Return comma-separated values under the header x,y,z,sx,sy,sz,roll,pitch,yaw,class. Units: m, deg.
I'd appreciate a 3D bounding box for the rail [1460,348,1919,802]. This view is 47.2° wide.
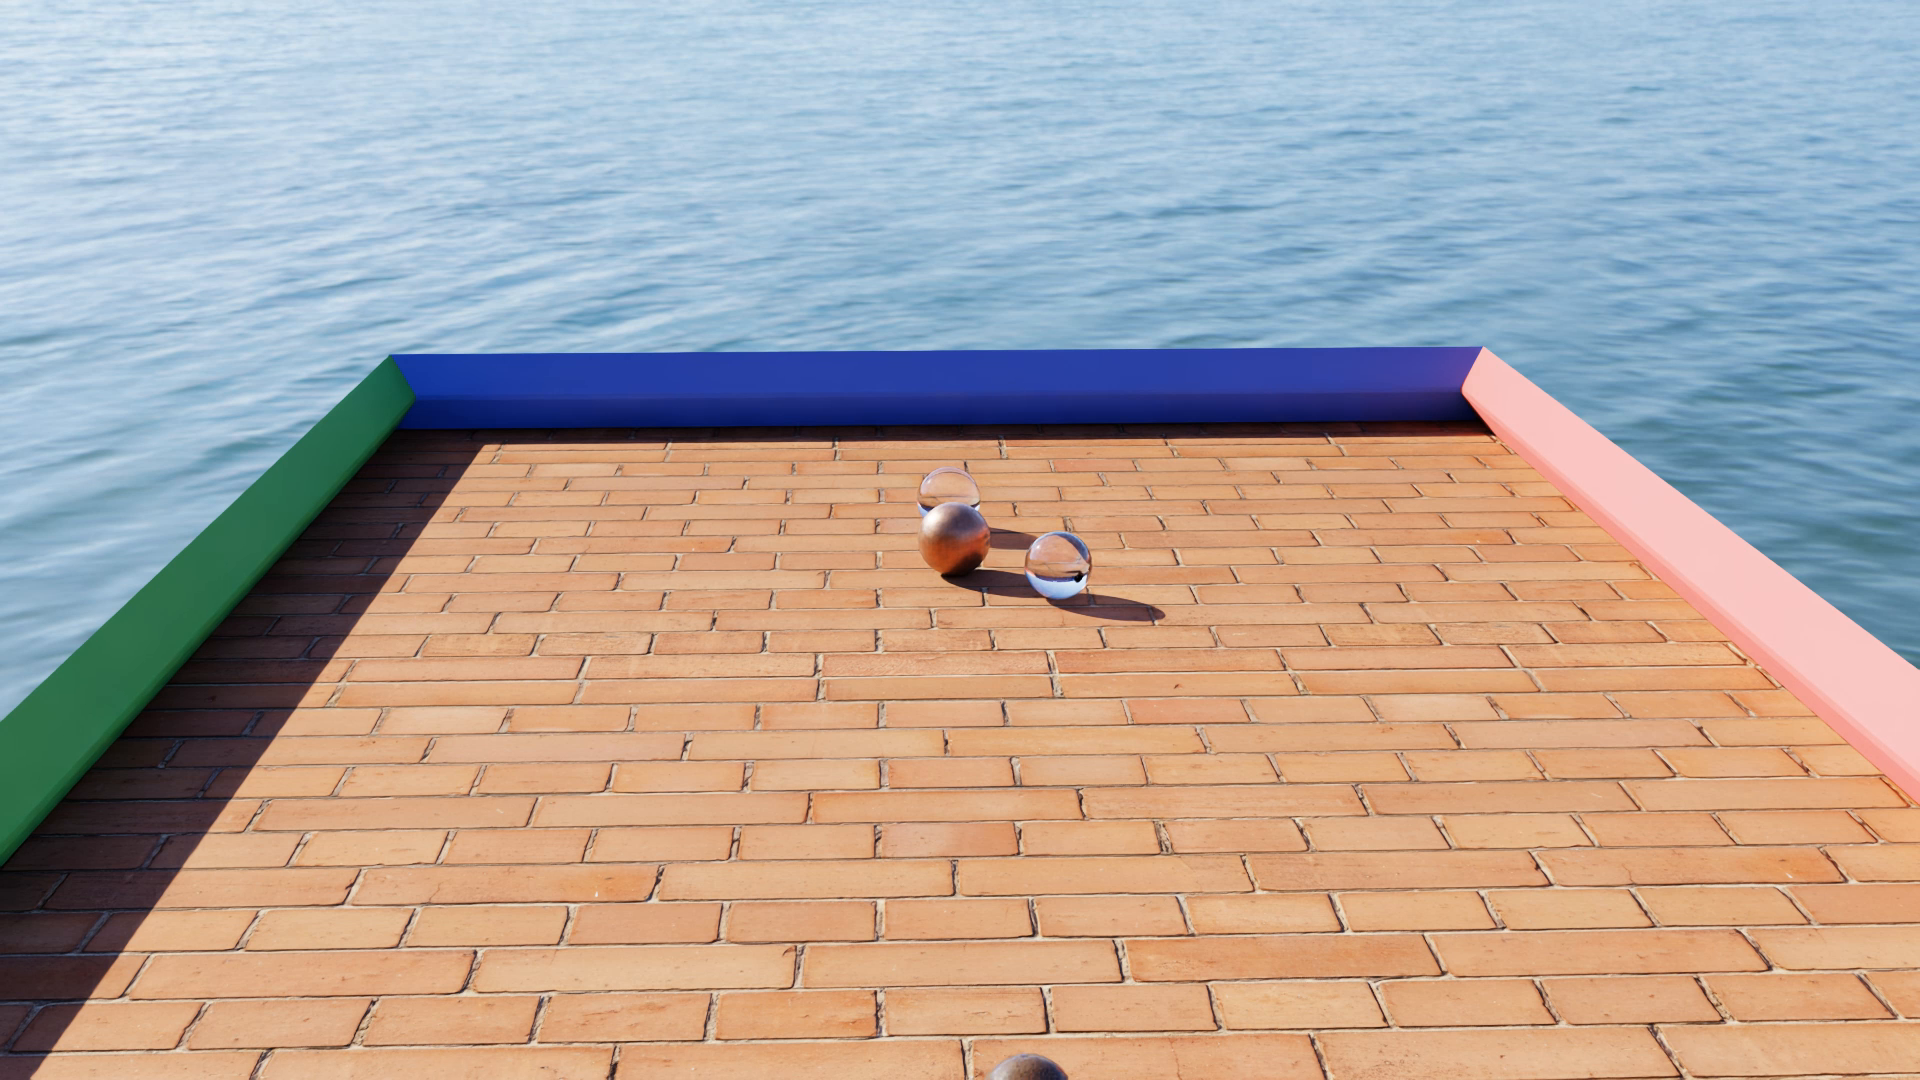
x,y,z,sx,sy,sz,roll,pitch,yaw,class
0.852,0.197,1.936,0.045,0.116,3.154,-1,16,-2,rail

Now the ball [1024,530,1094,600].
x,y,z,sx,sy,sz,roll,pitch,yaw,class
0.115,0.029,2.575,0.081,0.081,0.081,0,16,0,ball

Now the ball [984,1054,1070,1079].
x,y,z,sx,sy,sz,roll,pitch,yaw,class
0.044,0.370,1.442,0.065,0.065,0.065,0,16,0,ball

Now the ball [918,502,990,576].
x,y,z,sx,sy,sz,roll,pitch,yaw,class
-0.007,-0.001,2.665,0.089,0.089,0.089,0,16,0,ball

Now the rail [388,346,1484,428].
x,y,z,sx,sy,sz,roll,pitch,yaw,class
-0.028,-0.231,3.397,1.696,0.116,0.045,-1,16,-2,rail

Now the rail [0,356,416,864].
x,y,z,sx,sy,sz,roll,pitch,yaw,class
-0.795,0.214,1.879,0.045,0.116,3.154,-1,16,-2,rail

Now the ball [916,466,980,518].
x,y,z,sx,sy,sz,roll,pitch,yaw,class
-0.015,-0.053,2.852,0.084,0.084,0.084,0,16,0,ball
